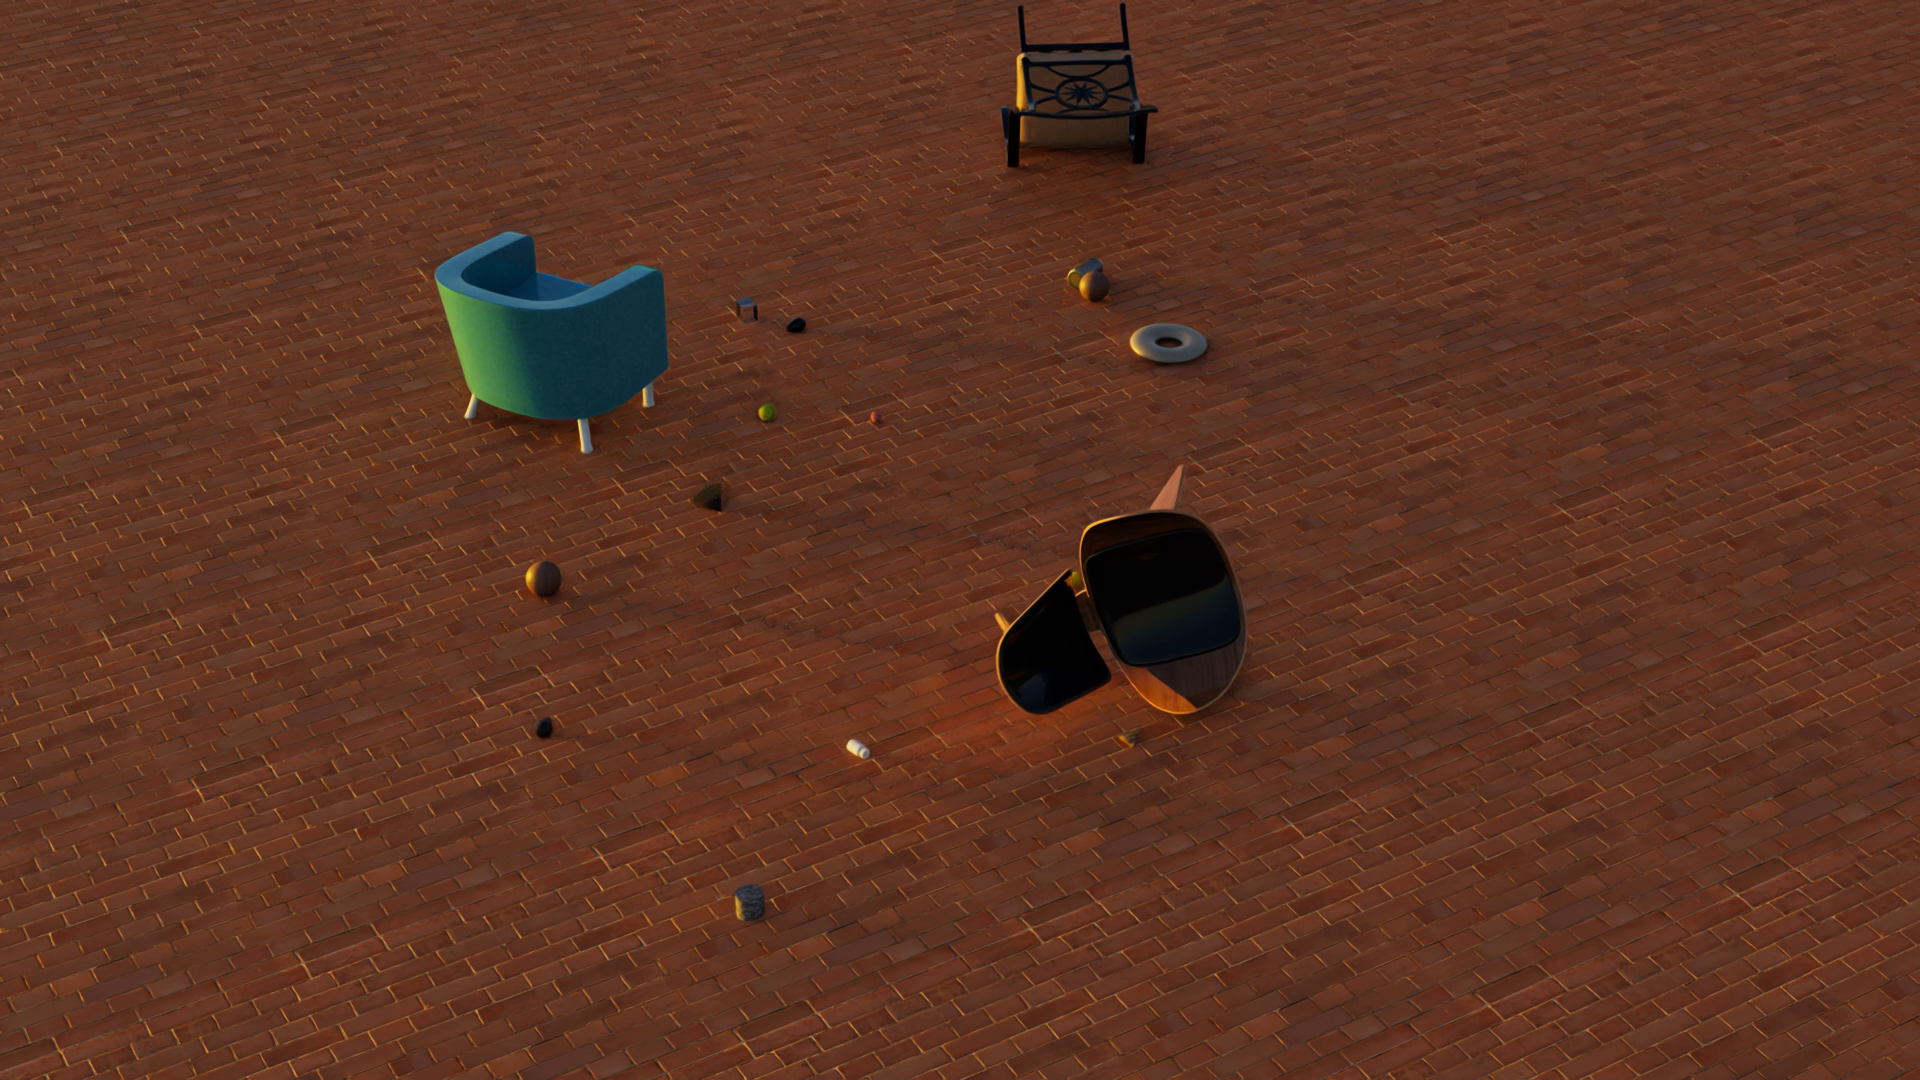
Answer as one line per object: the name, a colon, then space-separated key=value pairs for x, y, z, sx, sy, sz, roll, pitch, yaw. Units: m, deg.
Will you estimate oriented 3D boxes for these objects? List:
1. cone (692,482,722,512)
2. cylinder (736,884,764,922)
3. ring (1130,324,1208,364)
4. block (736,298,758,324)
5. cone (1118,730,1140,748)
cone: x=-0.933 y=-0.143 z=11.117 sx=0.128 sy=0.109 sz=0.094 roll=-30 pitch=74 yaw=-18
cylinder: x=-0.655 y=1.132 z=9.152 sx=0.090 sy=0.082 sz=0.080 roll=-14 pitch=36 yaw=-20
ring: x=0.864 y=-0.815 z=12.140 sx=0.322 sy=0.045 sz=0.315 roll=12 pitch=35 yaw=16
block: x=-0.897 y=-0.964 z=12.337 sx=0.064 sy=0.077 sz=0.072 roll=-15 pitch=36 yaw=-22
cone: x=0.577 y=0.677 z=9.889 sx=0.076 sy=0.084 sz=0.047 roll=-15 pitch=78 yaw=-9
